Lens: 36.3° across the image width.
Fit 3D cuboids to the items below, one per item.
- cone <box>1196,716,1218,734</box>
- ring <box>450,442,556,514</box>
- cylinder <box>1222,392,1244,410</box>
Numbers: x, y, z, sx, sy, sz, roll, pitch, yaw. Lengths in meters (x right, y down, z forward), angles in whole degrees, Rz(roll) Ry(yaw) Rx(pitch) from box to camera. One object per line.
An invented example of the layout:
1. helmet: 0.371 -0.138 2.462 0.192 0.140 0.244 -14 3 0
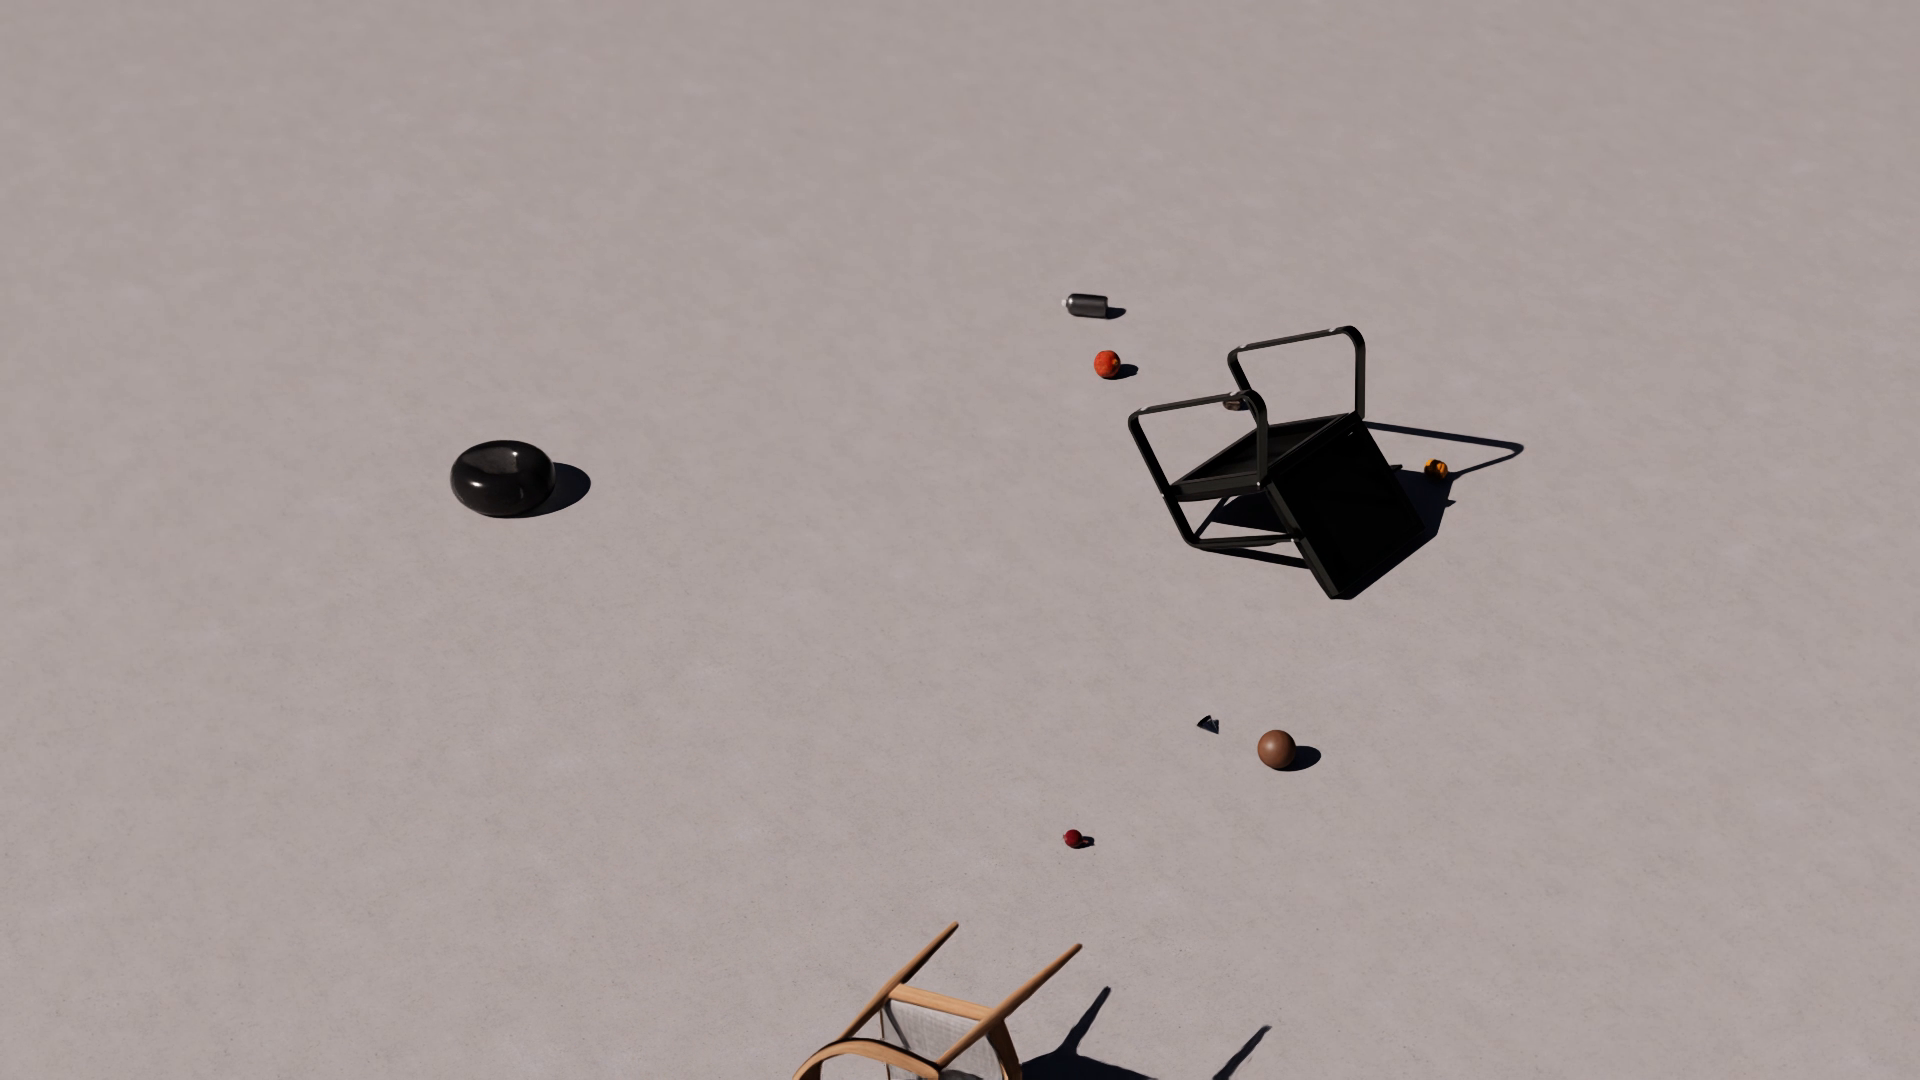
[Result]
1. cone: 0.854 0.638 9.958 0.073 0.042 0.074 -25 59 -42
2. ring: -1.739 -0.238 11.158 0.402 0.165 0.387 3 32 2
3. cylinder: 1.092 -0.556 11.733 0.075 0.060 0.045 6 34 16
